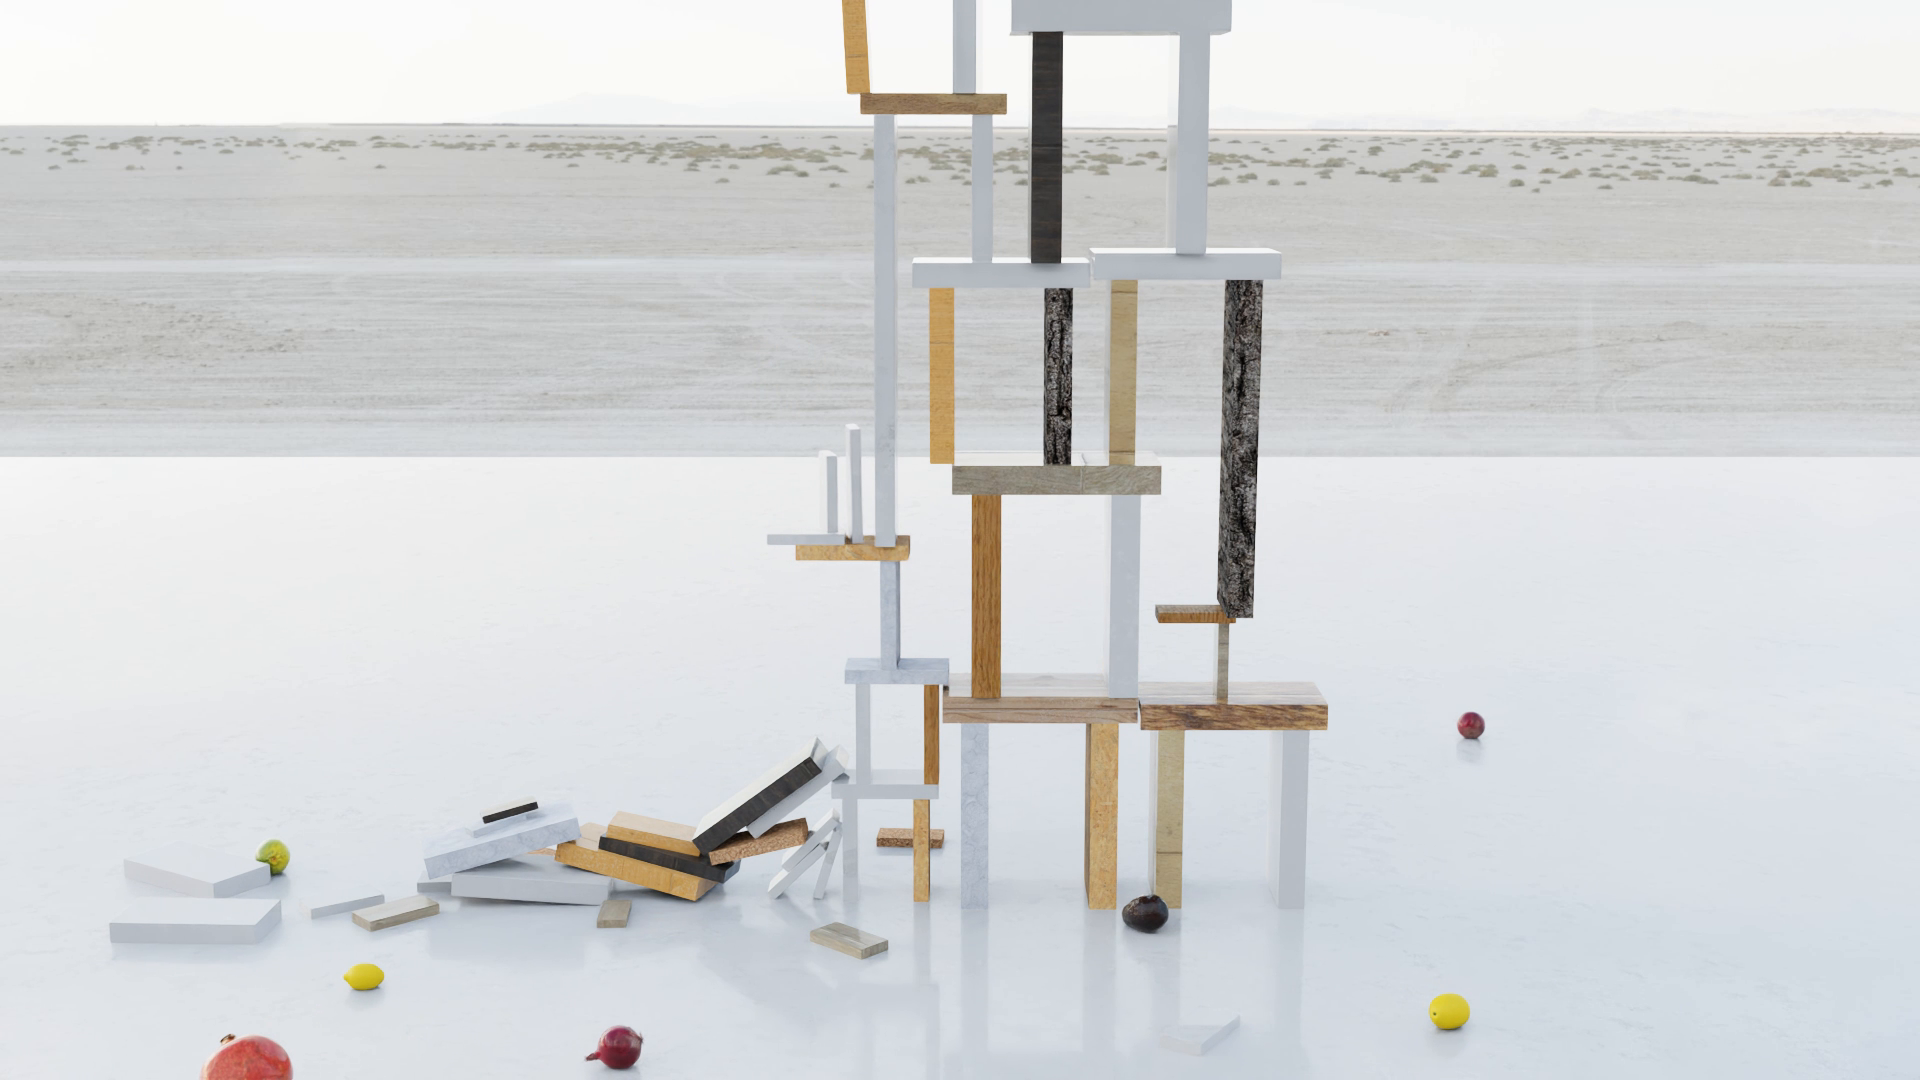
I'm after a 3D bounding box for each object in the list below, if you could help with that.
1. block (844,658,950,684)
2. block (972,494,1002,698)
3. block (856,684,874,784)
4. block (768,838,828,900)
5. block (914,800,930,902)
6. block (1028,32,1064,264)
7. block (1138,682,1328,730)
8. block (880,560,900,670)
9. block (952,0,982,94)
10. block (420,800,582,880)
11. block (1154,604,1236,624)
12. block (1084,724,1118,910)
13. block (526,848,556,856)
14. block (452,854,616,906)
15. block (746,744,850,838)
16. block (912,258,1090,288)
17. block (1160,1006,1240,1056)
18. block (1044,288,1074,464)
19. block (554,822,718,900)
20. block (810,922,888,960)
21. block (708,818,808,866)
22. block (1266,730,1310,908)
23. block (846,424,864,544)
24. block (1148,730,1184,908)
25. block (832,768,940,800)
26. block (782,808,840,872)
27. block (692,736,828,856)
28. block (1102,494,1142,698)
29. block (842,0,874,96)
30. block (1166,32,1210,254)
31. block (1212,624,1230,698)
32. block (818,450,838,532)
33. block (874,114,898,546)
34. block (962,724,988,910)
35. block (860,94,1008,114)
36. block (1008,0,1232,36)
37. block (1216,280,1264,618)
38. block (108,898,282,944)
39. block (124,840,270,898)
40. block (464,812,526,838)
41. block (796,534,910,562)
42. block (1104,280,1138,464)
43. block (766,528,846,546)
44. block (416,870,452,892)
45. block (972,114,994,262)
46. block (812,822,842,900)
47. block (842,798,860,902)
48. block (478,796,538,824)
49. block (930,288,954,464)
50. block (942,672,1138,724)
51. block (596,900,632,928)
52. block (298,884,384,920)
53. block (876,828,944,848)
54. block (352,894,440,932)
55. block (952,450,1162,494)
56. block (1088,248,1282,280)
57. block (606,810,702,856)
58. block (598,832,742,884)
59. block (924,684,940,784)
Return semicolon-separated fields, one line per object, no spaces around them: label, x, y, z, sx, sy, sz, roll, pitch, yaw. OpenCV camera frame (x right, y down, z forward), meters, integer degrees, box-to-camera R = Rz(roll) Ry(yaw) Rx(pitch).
block;-0.102;0.214;3.601;0.168;0.024;0.084;0;11;1
block;0.042;0.076;3.571;0.047;0.329;0.165;0;11;0
block;-0.157;0.309;3.619;0.024;0.168;0.084;0;11;0
block;-0.269;0.543;3.661;0.119;0.017;0.059;-43;7;7
block;-0.063;0.502;3.657;0.025;0.176;0.088;0;11;1
block;0.133;-0.614;3.444;0.047;0.349;0.167;0;11;0
block;0.442;0.272;3.614;0.302;0.043;0.151;0;11;0
block;-0.113;0.113;3.585;0.026;0.181;0.090;1;11;3
block;0.012;-0.822;3.405;0.036;0.257;0.128;1;11;5
block;-0.767;0.498;3.674;0.254;0.036;0.127;-14;11;-14
block;0.383;0.120;3.579;0.125;0.018;0.063;0;11;0
block;0.233;0.435;3.643;0.044;0.314;0.157;0;11;0
block;-0.743;0.551;3.833;0.117;0.016;0.058;7;13;34
block;-0.707;0.562;3.662;0.254;0.036;0.127;4;10;-4
block;-0.270;0.418;3.661;0.192;0.026;0.090;-38;8;7
block;0.064;-0.423;3.482;0.276;0.039;0.138;0;11;0
block;0.338;0.689;3.088;0.063;0.018;0.125;7;12;32
block;0.156;-0.268;3.511;0.039;0.276;0.138;0;11;0
block;-0.537;0.539;3.697;0.254;0.036;0.127;14;10;12
block;-0.173;0.625;3.434;0.116;0.016;0.058;10;14;43
block;-0.334;0.500;3.656;0.158;0.022;0.079;-13;10;3
block;0.542;0.441;3.645;0.043;0.302;0.151;0;11;0
block;-0.170;-0.091;3.543;0.018;0.185;0.062;-3;11;-9
block;0.341;0.441;3.645;0.043;0.302;0.151;0;11;0
block;-0.122;0.404;3.638;0.176;0.025;0.088;0;11;1
block;-0.248;0.499;3.657;0.119;0.017;0.059;-44;7;5
block;-0.331;0.425;3.659;0.246;0.033;0.116;-36;8;8
block;0.262;0.076;3.571;0.047;0.329;0.165;0;11;0
block;-0.162;-0.823;3.411;0.036;0.257;0.128;-3;11;1
block;0.356;-0.621;3.443;0.047;0.334;0.167;0;11;0
block;0.426;0.191;3.592;0.018;0.125;0.063;0;11;0
block;-0.212;-0.078;3.544;0.018;0.124;0.062;-3;11;-15
block;-0.117;-0.332;3.495;0.032;0.676;0.113;0;11;1
block;0.024;0.435;3.643;0.044;0.314;0.157;0;11;0
block;-0.040;-0.680;3.430;0.226;0.032;0.113;0;11;0
block;0.244;-0.809;3.408;0.334;0.047;0.167;0;11;0
block;0.448;-0.153;3.529;0.041;0.537;0.145;0;11;0
block;-1.213;0.605;3.496;0.232;0.033;0.116;0;11;2
block;-1.295;0.561;3.733;0.232;0.033;0.116;7;12;32
block;-0.777;0.474;3.678;0.093;0.013;0.046;-18;12;-29
block;-0.172;0.012;3.562;0.181;0.026;0.090;0;11;1
block;0.255;-0.274;3.506;0.041;0.290;0.145;0;11;0
block;-0.247;-0.006;3.545;0.124;0.018;0.062;0;11;0
block;-0.848;0.574;3.707;0.123;0.017;0.062;-1;11;-5
block;0.035;-0.553;3.455;0.032;0.226;0.113;0;11;0
block;-0.219;0.532;3.658;0.017;0.119;0.059;17;10;-3
block;-0.180;0.502;3.658;0.025;0.176;0.088;0;11;0
block;-0.758;0.453;3.696;0.093;0.013;0.046;-15;11;-17
block;-0.028;-0.268;3.511;0.039;0.276;0.138;0;10;0
block;0.129;0.259;3.610;0.314;0.044;0.157;0;11;0
block;-0.559;0.604;3.555;0.046;0.013;0.093;-1;11;-3
block;-1.015;0.593;3.607;0.123;0.017;0.062;-7;13;-35
block;-0.088;0.533;3.933;0.116;0.016;0.058;1;11;5
block;-0.912;0.603;3.554;0.123;0.017;0.062;-10;14;-42
block;0.152;-0.109;3.536;0.329;0.047;0.165;0;11;0
block;0.352;-0.437;3.476;0.290;0.041;0.145;0;11;0
block;-0.507;0.492;3.691;0.158;0.022;0.079;12;10;1
block;-0.484;0.524;3.673;0.224;0.022;0.079;14;10;12
block;-0.046;0.309;3.618;0.024;0.168;0.084;0;11;0
